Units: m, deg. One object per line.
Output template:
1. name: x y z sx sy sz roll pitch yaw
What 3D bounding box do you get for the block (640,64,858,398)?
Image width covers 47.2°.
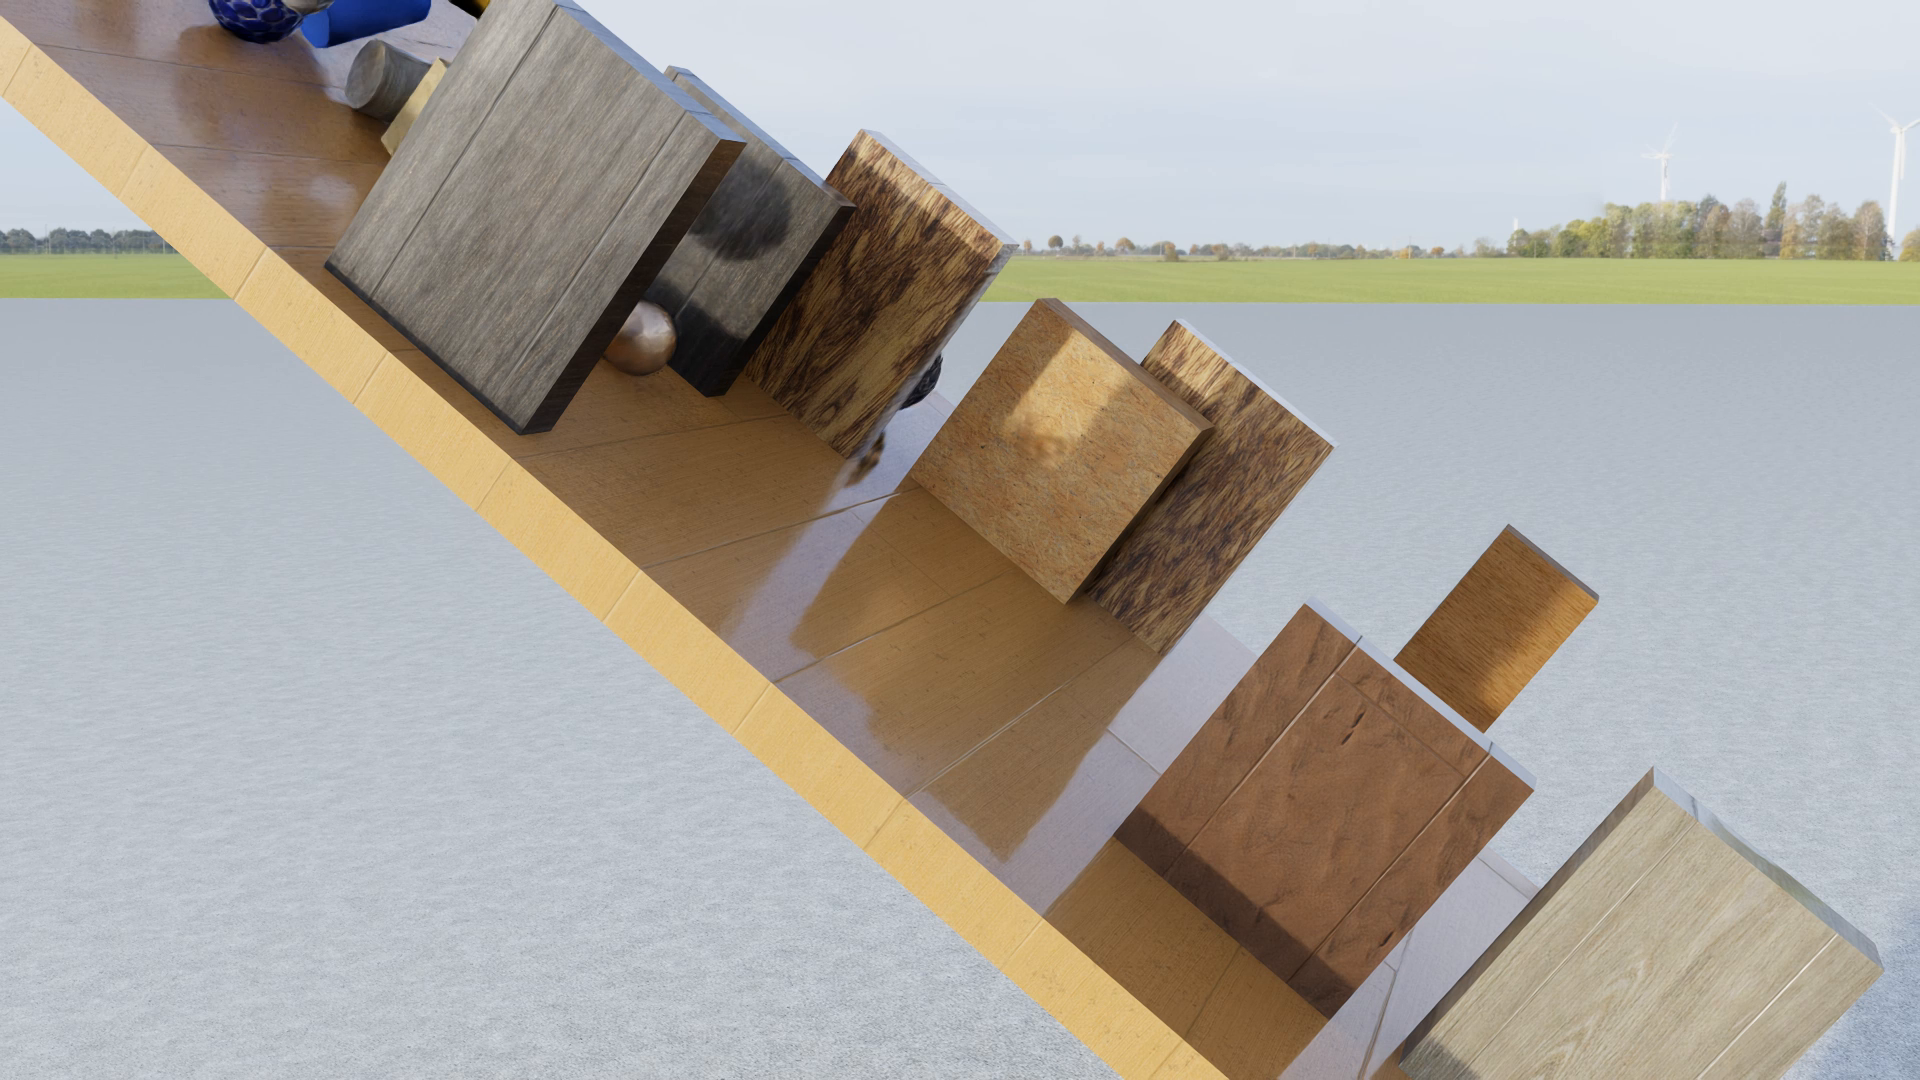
1. block: -0.475 -0.555 3.973 0.410 0.429 0.083 40 16 9

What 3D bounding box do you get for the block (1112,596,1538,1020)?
1. block: 0.553 0.410 3.372 0.433 0.479 0.084 40 16 9

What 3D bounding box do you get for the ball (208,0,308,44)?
1. ball: -1.260 -0.984 3.956 0.179 0.179 0.179 0 7 0

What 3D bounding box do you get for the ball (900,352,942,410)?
1. ball: -0.141 -0.375 4.584 0.209 0.209 0.209 0 7 0

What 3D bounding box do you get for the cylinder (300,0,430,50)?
1. cylinder: -1.155 -1.067 4.198 0.208 0.208 0.208 -25 19 -29

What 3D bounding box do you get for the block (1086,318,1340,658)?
1. block: 0.430 -0.104 4.428 0.404 0.546 0.090 40 16 9

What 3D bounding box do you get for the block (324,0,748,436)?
1. block: -0.635 -0.495 3.259 0.408 0.539 0.099 40 16 9

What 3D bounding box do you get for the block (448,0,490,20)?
1. block: -0.885 -1.131 4.226 0.192 0.192 0.192 -33 -36 25

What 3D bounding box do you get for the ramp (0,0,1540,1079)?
1. ramp: -0.038 0.094 4.057 4.000 0.100 2.000 40 16 9

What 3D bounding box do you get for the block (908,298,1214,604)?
1. block: 0.198 -0.178 4.341 0.409 0.437 0.144 40 16 9

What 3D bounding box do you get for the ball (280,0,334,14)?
1. ball: -1.139 -0.975 3.833 0.115 0.115 0.115 0 7 0

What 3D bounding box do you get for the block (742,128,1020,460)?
1. block: -0.185 -0.466 4.192 0.351 0.512 0.110 40 16 9

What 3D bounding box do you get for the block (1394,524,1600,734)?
1. block: 1.069 0.270 4.677 0.240 0.584 0.105 40 16 9

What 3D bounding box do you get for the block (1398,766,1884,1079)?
1. block: 1.022 0.707 3.338 0.411 0.589 0.141 40 16 9

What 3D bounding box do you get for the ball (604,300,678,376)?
1. ball: -0.551 -0.347 3.771 0.131 0.131 0.131 0 7 0

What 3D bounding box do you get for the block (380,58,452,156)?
1. block: -0.879 -0.707 3.947 0.189 0.189 0.189 17 30 -51
